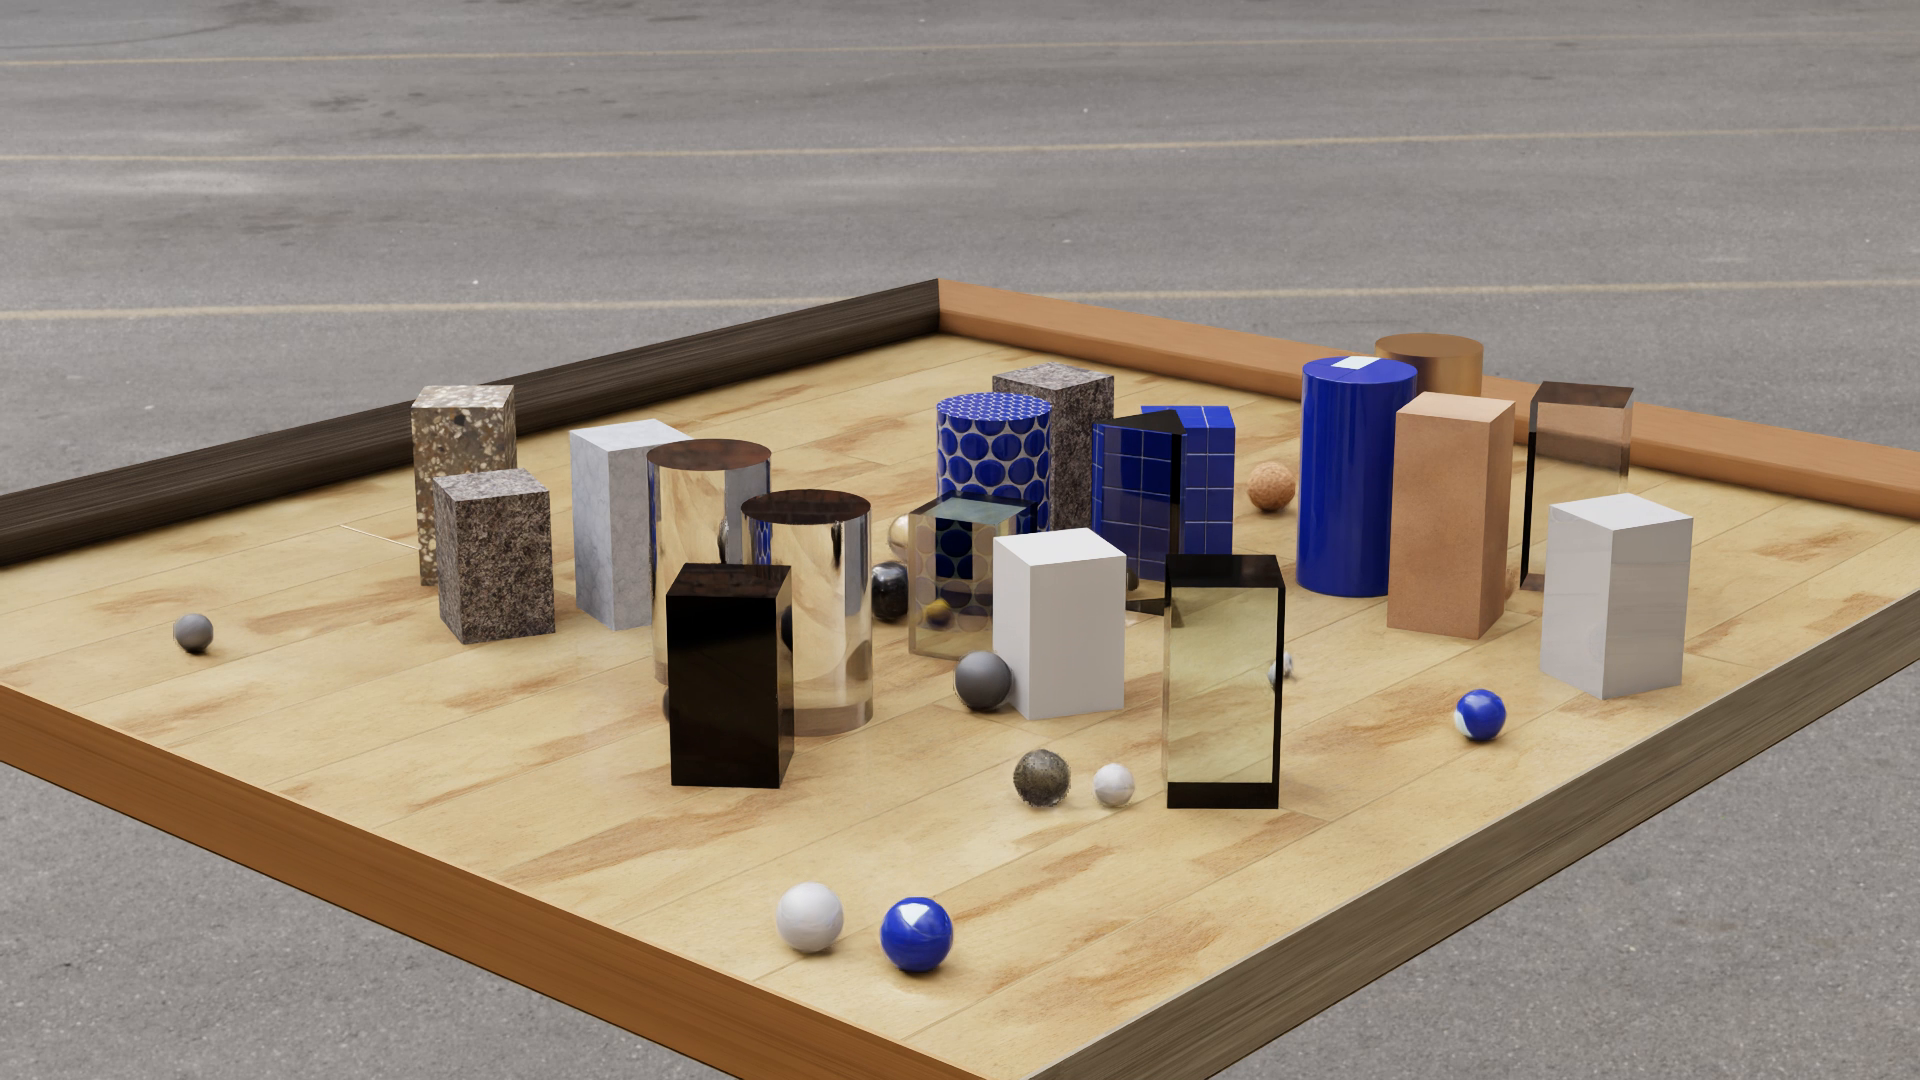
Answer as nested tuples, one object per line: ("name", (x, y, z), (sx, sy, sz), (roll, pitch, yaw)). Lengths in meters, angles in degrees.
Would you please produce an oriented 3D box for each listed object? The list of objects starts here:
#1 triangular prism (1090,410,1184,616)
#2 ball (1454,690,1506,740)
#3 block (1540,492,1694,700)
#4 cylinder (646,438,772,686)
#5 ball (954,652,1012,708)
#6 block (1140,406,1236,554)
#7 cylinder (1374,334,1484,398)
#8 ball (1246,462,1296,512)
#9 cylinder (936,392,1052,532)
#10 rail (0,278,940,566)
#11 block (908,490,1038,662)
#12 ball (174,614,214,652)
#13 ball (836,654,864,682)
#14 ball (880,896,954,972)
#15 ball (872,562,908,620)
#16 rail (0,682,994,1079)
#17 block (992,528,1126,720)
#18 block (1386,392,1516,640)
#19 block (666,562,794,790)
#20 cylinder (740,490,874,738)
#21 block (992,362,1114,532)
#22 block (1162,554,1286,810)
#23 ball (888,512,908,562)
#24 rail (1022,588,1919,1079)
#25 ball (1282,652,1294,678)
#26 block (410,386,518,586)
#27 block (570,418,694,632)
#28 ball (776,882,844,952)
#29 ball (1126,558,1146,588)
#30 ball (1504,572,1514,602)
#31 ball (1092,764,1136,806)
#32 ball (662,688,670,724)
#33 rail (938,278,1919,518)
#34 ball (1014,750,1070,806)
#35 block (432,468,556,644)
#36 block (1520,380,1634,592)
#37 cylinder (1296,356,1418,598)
("triangular prism", (0.335, -0.052, 5.066), (0.172, 0.324, 0.149), (9, 19, 26))
("ball", (0.789, 0.265, 4.442), (0.077, 0.077, 0.077), (0, 17, 0))
("block", (1.046, 0.088, 4.679), (0.159, 0.279, 0.159), (-8, 19, -25))
("cylinder", (-0.397, 0.039, 4.694), (0.198, 0.364, 0.198), (0, 17, 0))
("ball", (0.036, 0.218, 4.576), (0.089, 0.089, 0.089), (0, 17, 0))
("block", (0.407, -0.091, 5.284), (0.159, 0.272, 0.159), (0, 17, 0))
("cylinder", (0.868, -0.191, 5.471), (0.198, 0.355, 0.198), (0, 17, 0))
("ball", (0.597, -0.102, 5.629), (0.094, 0.094, 0.094), (0, 17, 0))
("cylinder", (0.058, -0.068, 5.095), (0.198, 0.338, 0.198), (0, 17, 0))
("rail", (-1.052, -0.231, 5.994), (0.045, 0.129, 3.101), (14, 22, 39))
("block", (0.022, 0.062, 4.832), (0.159, 0.241, 0.159), (8, 19, 25))
("ball", (-1.263, 0.153, 4.838), (0.063, 0.063, 0.063), (0, 17, 0))
("ball", (-0.177, 0.205, 4.698), (0.043, 0.043, 0.043), (0, 17, 0))
("ball", (-0.054, 0.492, 3.660), (0.093, 0.093, 0.093), (0, 17, 0))
("ball", (-0.121, 0.086, 4.997), (0.099, 0.099, 0.099), (0, 17, 0))
("rail", (-1.001, 0.365, 4.016), (2.833, 0.129, 0.045), (14, 22, 39))
("block", (0.154, 0.130, 4.589), (0.159, 0.251, 0.159), (-6, 18, -19))
("block", (0.828, -0.043, 4.945), (0.159, 0.375, 0.159), (8, 18, 24))
("block", (-0.334, 0.197, 4.295), (0.159, 0.291, 0.159), (1, 17, 5))
("cylinder", (-0.234, 0.110, 4.505), (0.198, 0.336, 0.198), (0, 17, 0))
("block", (0.172, -0.156, 5.439), (0.159, 0.307, 0.159), (16, 23, 43))
("block", (0.376, 0.202, 4.209), (0.159, 0.331, 0.159), (0, 17, 1))
("ball", (-0.085, -0.004, 5.307), (0.093, 0.093, 0.093), (0, 17, 0))
("rail", (1.052, 0.296, 4.245), (0.045, 0.129, 3.101), (14, 22, 39))
("ball", (0.513, 0.200, 4.712), (0.046, 0.046, 0.046), (0, 17, 0))
("block", (-0.876, -0.098, 5.217), (0.159, 0.325, 0.159), (0, 17, -1))
("block", (-0.555, -0.028, 5.001), (0.159, 0.314, 0.159), (-10, 19, -29))
("ball", (-0.190, 0.477, 3.717), (0.088, 0.088, 0.088), (0, 17, 0))
("ball", (0.300, 0.059, 5.166), (0.054, 0.054, 0.054), (0, 17, 0))
("ball", (0.931, 0.079, 5.085), (0.062, 0.062, 0.062), (0, 17, 0))
("ball", (0.220, 0.350, 4.187), (0.061, 0.061, 0.061), (0, 17, 0))
("ball", (-0.413, 0.252, 4.471), (0.085, 0.085, 0.085), (0, 17, 0))
("rail", (1.001, -0.300, 6.224), (2.833, 0.129, 0.045), (14, 22, 39))
("ball", (0.117, 0.340, 4.186), (0.081, 0.081, 0.081), (0, 17, 0))
("block", (-0.785, 0.026, 4.939), (0.159, 0.248, 0.159), (-7, 18, -22))
("block", (1.086, -0.090, 5.162), (0.159, 0.341, 0.159), (6, 18, 18))
("cylinder", (0.696, -0.112, 5.155), (0.198, 0.386, 0.198), (0, 17, 0))
